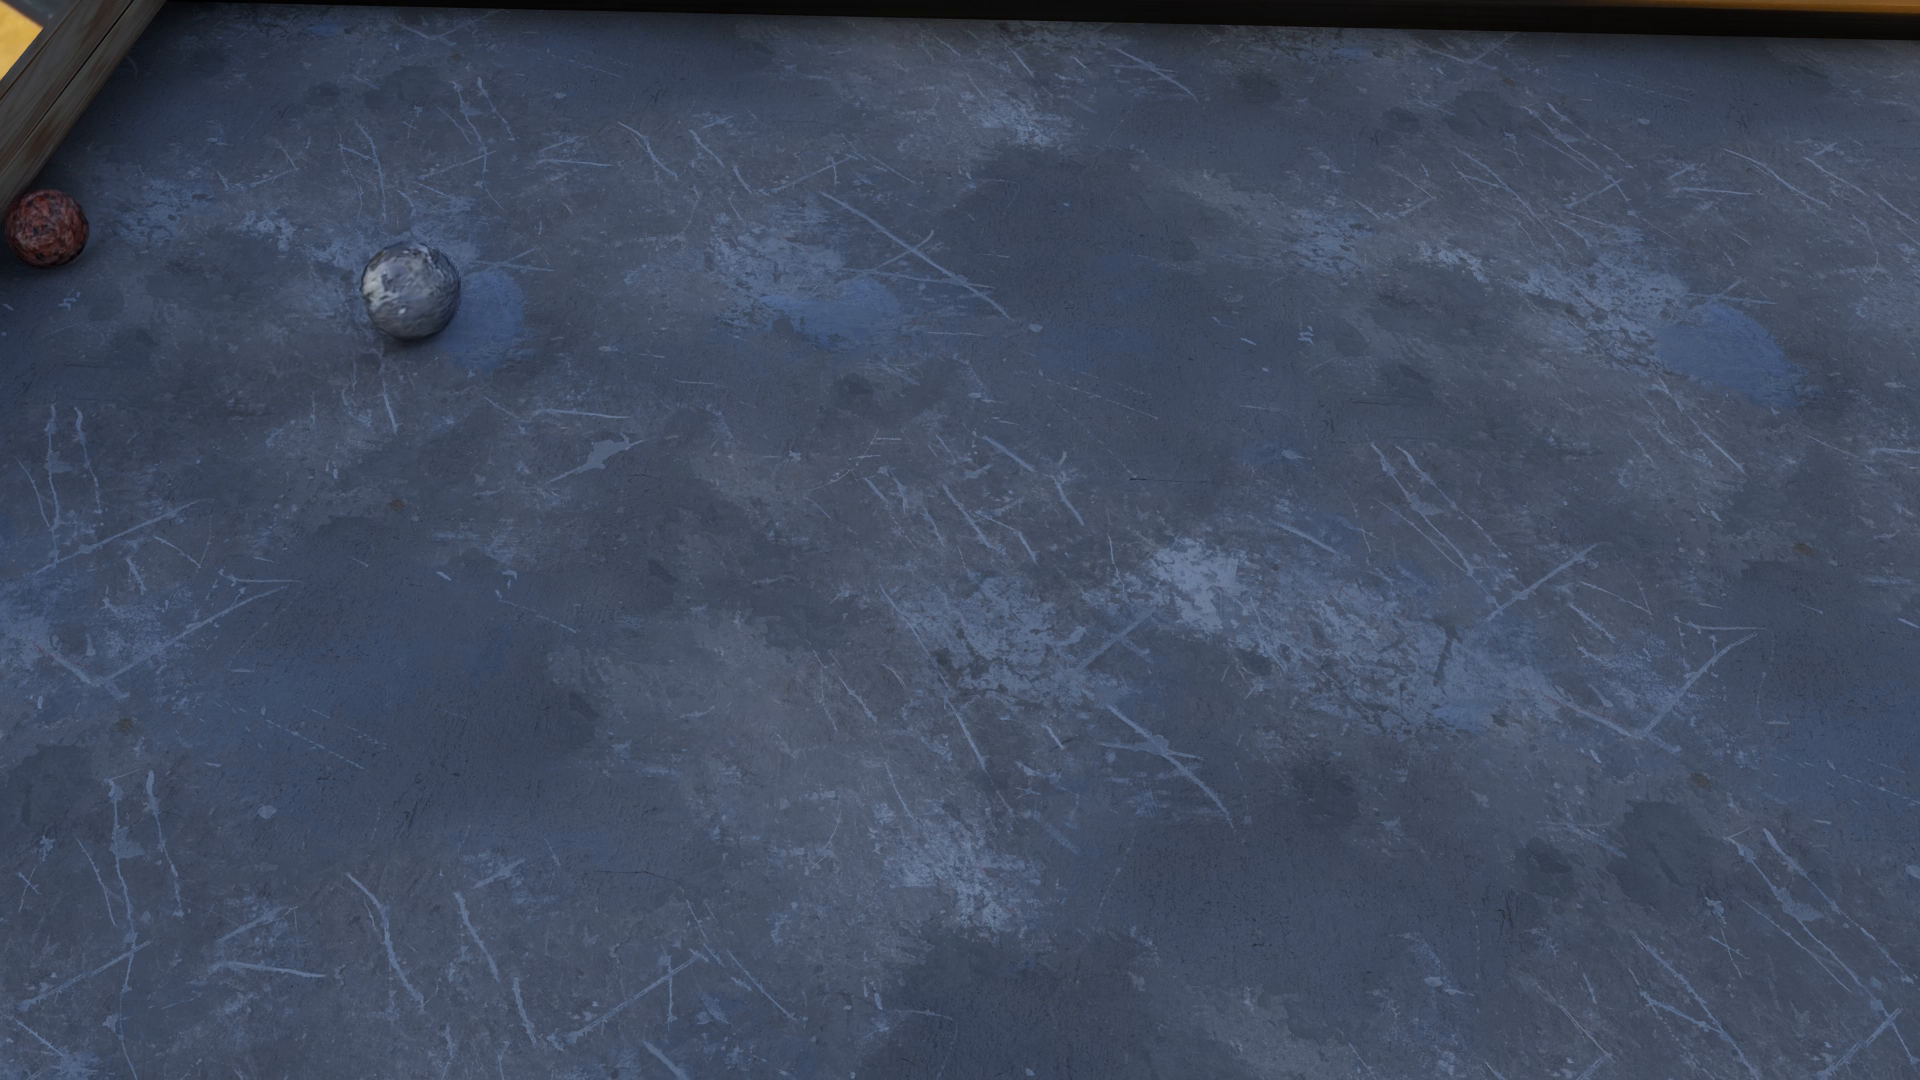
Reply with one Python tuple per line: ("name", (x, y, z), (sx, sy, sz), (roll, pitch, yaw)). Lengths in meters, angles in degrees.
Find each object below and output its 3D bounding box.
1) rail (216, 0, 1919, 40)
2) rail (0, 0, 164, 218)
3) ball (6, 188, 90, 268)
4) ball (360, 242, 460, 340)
("rail", (0.896, -0.515, 2.443), (3.397, 0.100, 0.045), (2, 36, 3))
("rail", (-0.824, -0.042, 1.784), (0.045, 0.100, 1.853), (2, 36, 3))
("ball", (-0.752, -0.257, 2.116), (0.065, 0.065, 0.065), (0, 36, 0))
("ball", (-0.433, -0.197, 2.020), (0.077, 0.077, 0.077), (0, 36, 0))
